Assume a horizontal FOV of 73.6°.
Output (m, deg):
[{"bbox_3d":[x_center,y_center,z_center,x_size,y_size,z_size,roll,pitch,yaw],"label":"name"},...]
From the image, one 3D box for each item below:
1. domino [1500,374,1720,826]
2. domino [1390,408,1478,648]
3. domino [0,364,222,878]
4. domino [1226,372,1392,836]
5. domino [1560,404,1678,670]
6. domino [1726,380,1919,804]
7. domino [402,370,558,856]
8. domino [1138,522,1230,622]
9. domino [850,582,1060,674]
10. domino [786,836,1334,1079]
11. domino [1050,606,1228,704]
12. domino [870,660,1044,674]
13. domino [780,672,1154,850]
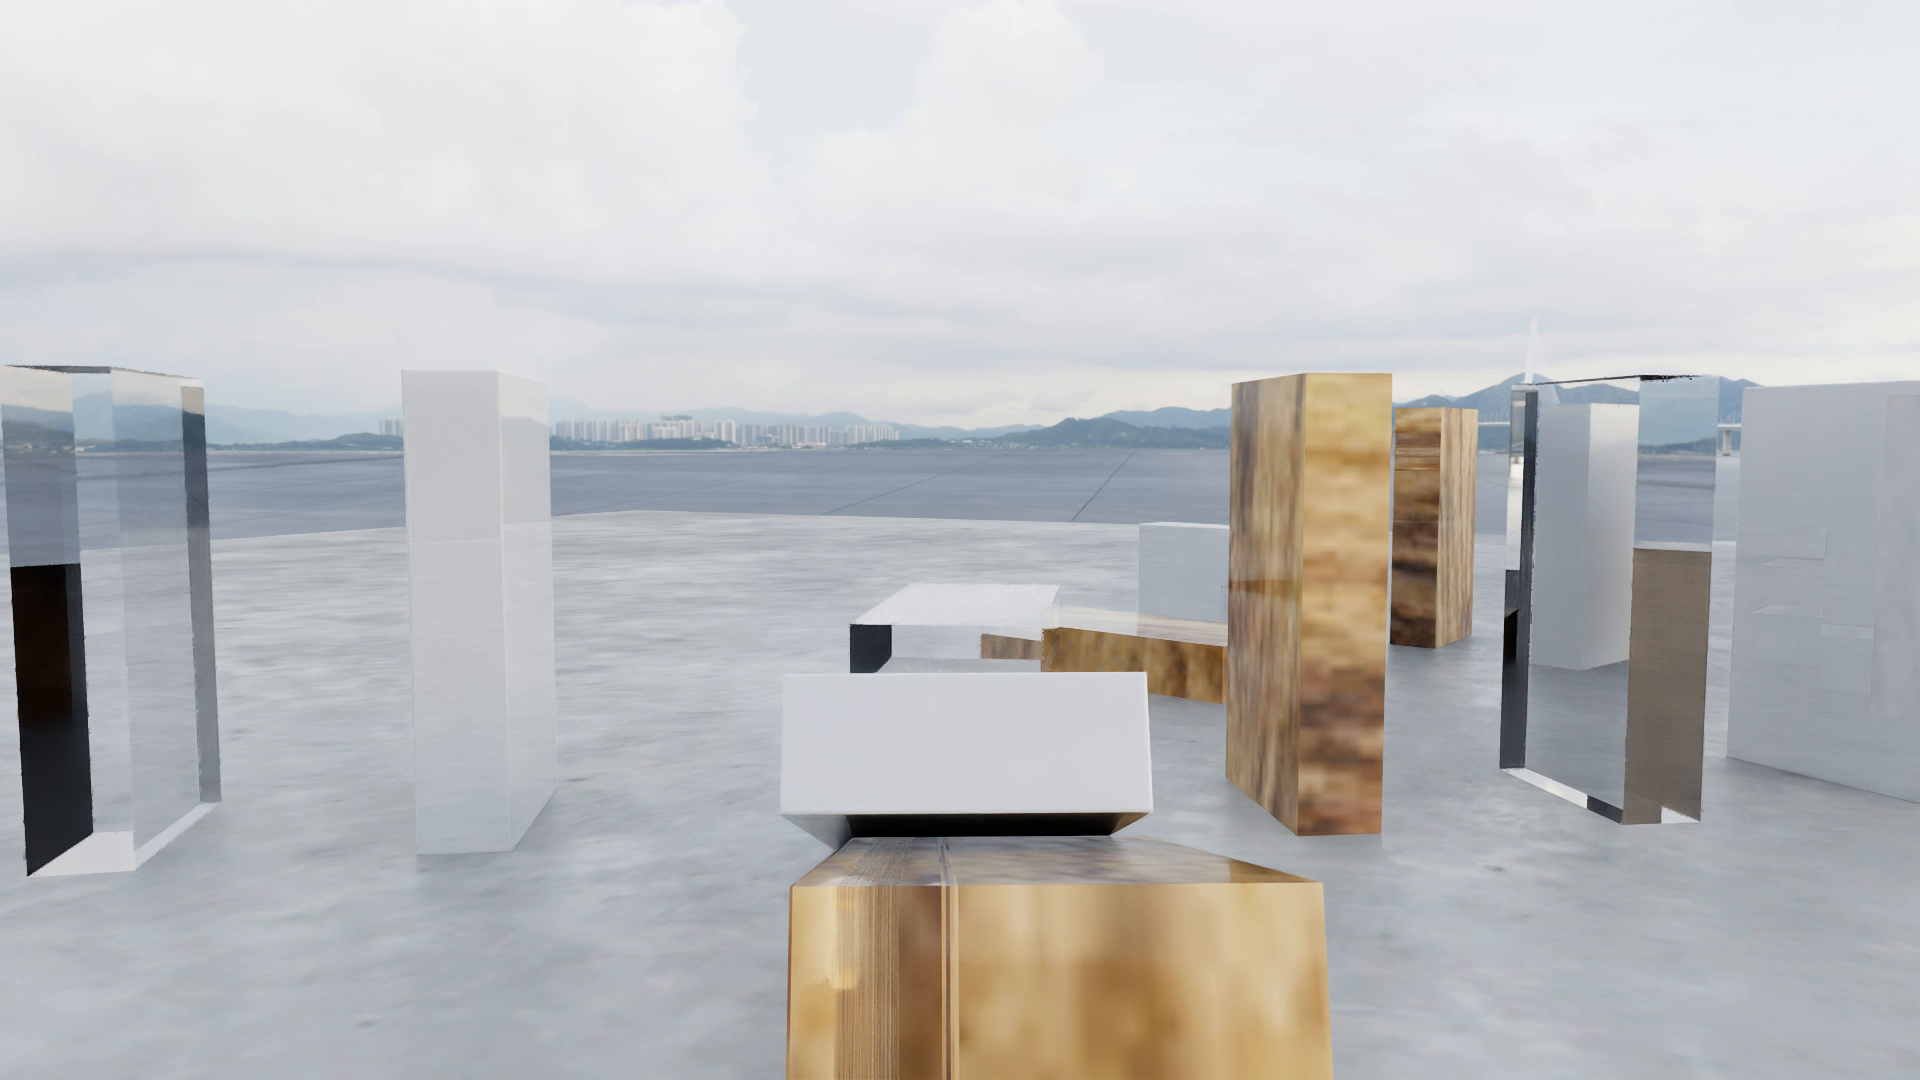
[{"bbox_3d":[0.077,0.006,0.154,0.009,0.050,0.025,-1,4,-8],"label":"domino"},{"bbox_3d":[0.103,-0.003,0.278,0.010,0.050,0.025,3,5,38],"label":"domino"},{"bbox_3d":[-0.090,0.007,0.137,0.010,0.050,0.025,-1,4,-12],"label":"domino"},{"bbox_3d":[0.040,0.006,0.150,0.009,0.050,0.025,0,4,-6],"label":"domino"},{"bbox_3d":[0.129,-0.001,0.252,0.025,0.050,0.010,-3,6,-39],"label":"domino"},{"bbox_3d":[0.113,0.005,0.163,0.010,0.050,0.025,-2,5,-22],"label":"domino"},{"bbox_3d":[-0.053,0.007,0.144,0.009,0.050,0.025,-1,4,-7],"label":"domino"},{"bbox_3d":[0.060,0.010,0.269,0.050,0.025,0.010,4,6,44],"label":"domino"},{"bbox_3d":[0.001,0.014,0.191,0.025,0.009,0.050,1,4,7],"label":"domino"},{"bbox_3d":[0.004,0.025,0.084,0.025,0.009,0.050,0,-10,-1],"label":"domino"},{"bbox_3d":[0.033,0.020,0.236,0.050,0.009,0.025,4,6,42],"label":"domino"},{"bbox_3d":[-0.002,0.025,0.171,0.025,0.009,0.050,0,4,4],"label":"domino"},{"bbox_3d":[0.000,0.021,0.111,0.025,0.009,0.050,0,-17,-1],"label":"domino"}]
